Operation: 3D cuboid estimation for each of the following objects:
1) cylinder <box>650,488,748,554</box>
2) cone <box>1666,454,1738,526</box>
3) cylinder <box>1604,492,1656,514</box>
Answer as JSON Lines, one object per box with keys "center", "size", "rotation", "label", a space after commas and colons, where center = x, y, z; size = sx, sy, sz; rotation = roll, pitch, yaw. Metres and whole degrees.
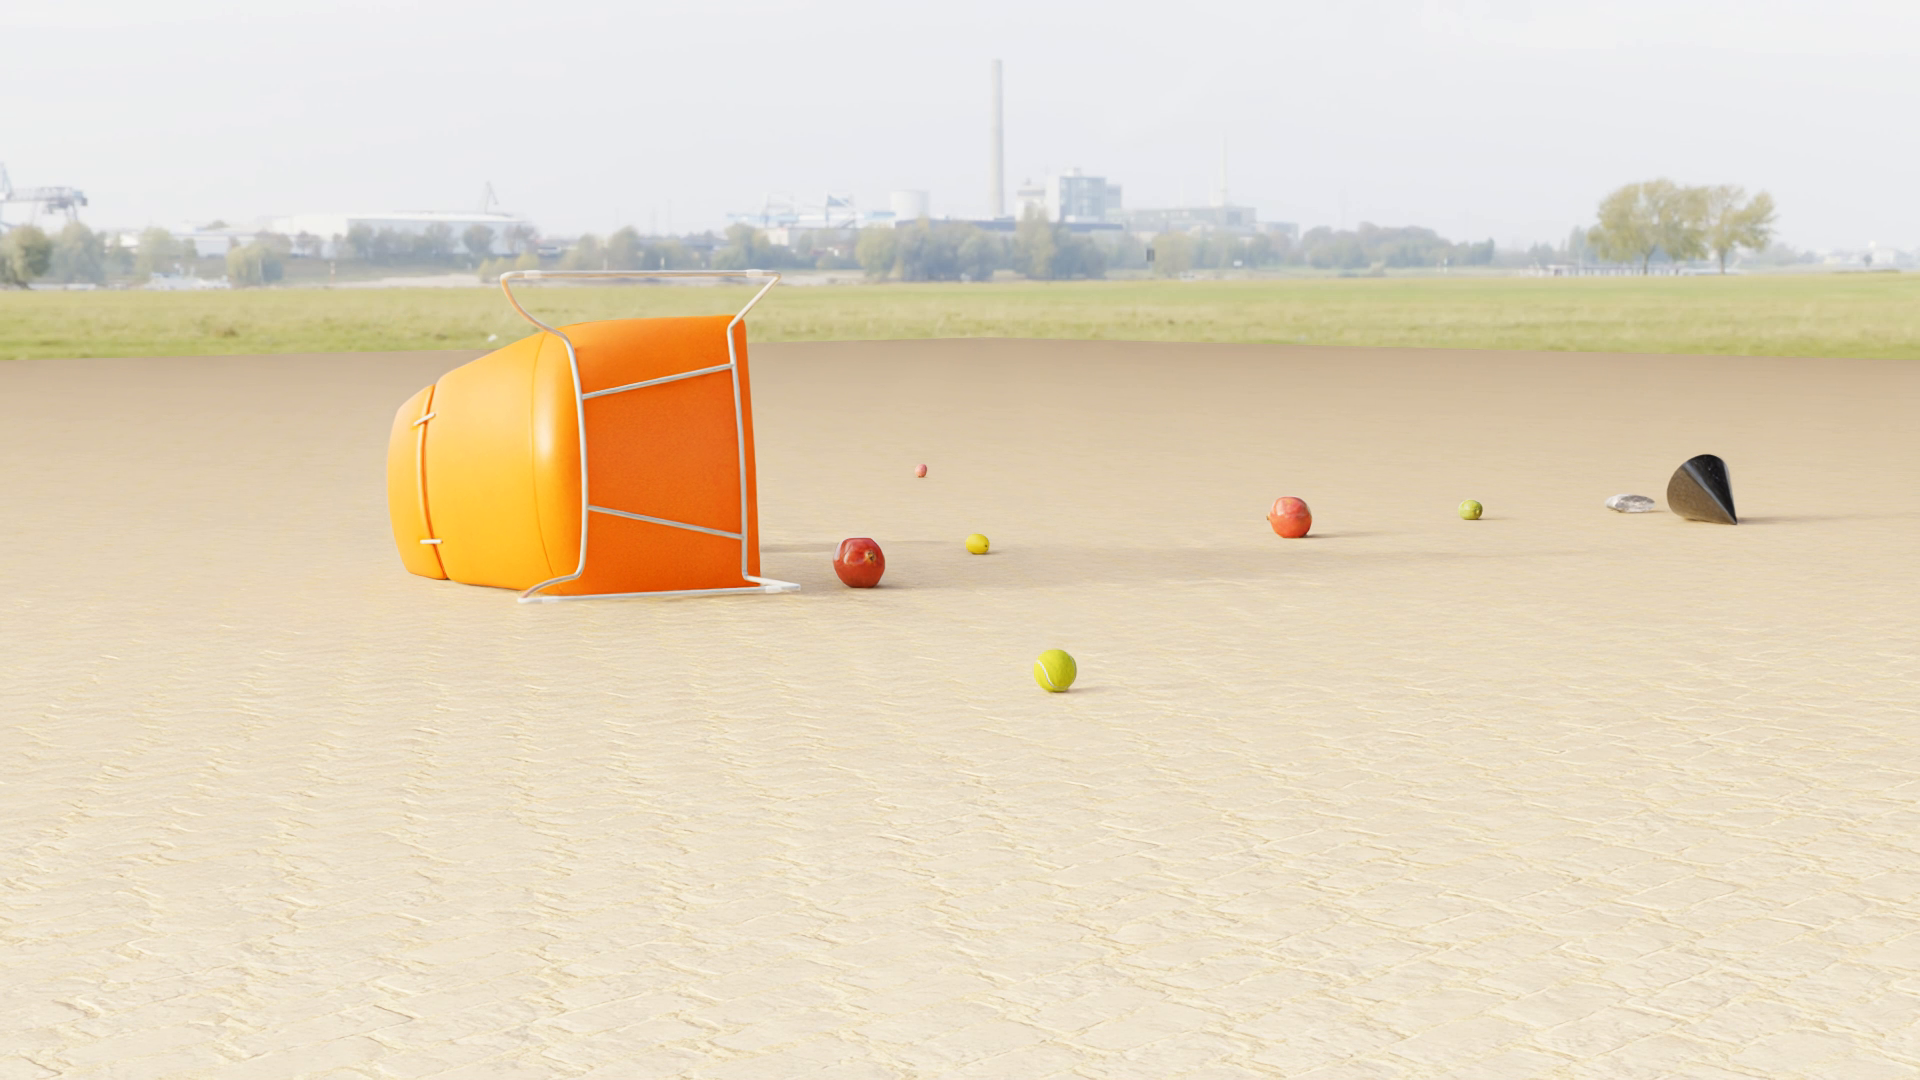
{"center": [-0.623, -0.047, 6.132], "size": [0.224, 0.149, 0.112], "rotation": [-8, 5, 5], "label": "cylinder"}
{"center": [2.021, -0.090, 6.841], "size": [0.251, 0.188, 0.176], "rotation": [40, 12, -44], "label": "cone"}
{"center": [1.868, -0.101, 7.154], "size": [0.120, 0.050, 0.068], "rotation": [-3, 13, -9], "label": "cylinder"}
